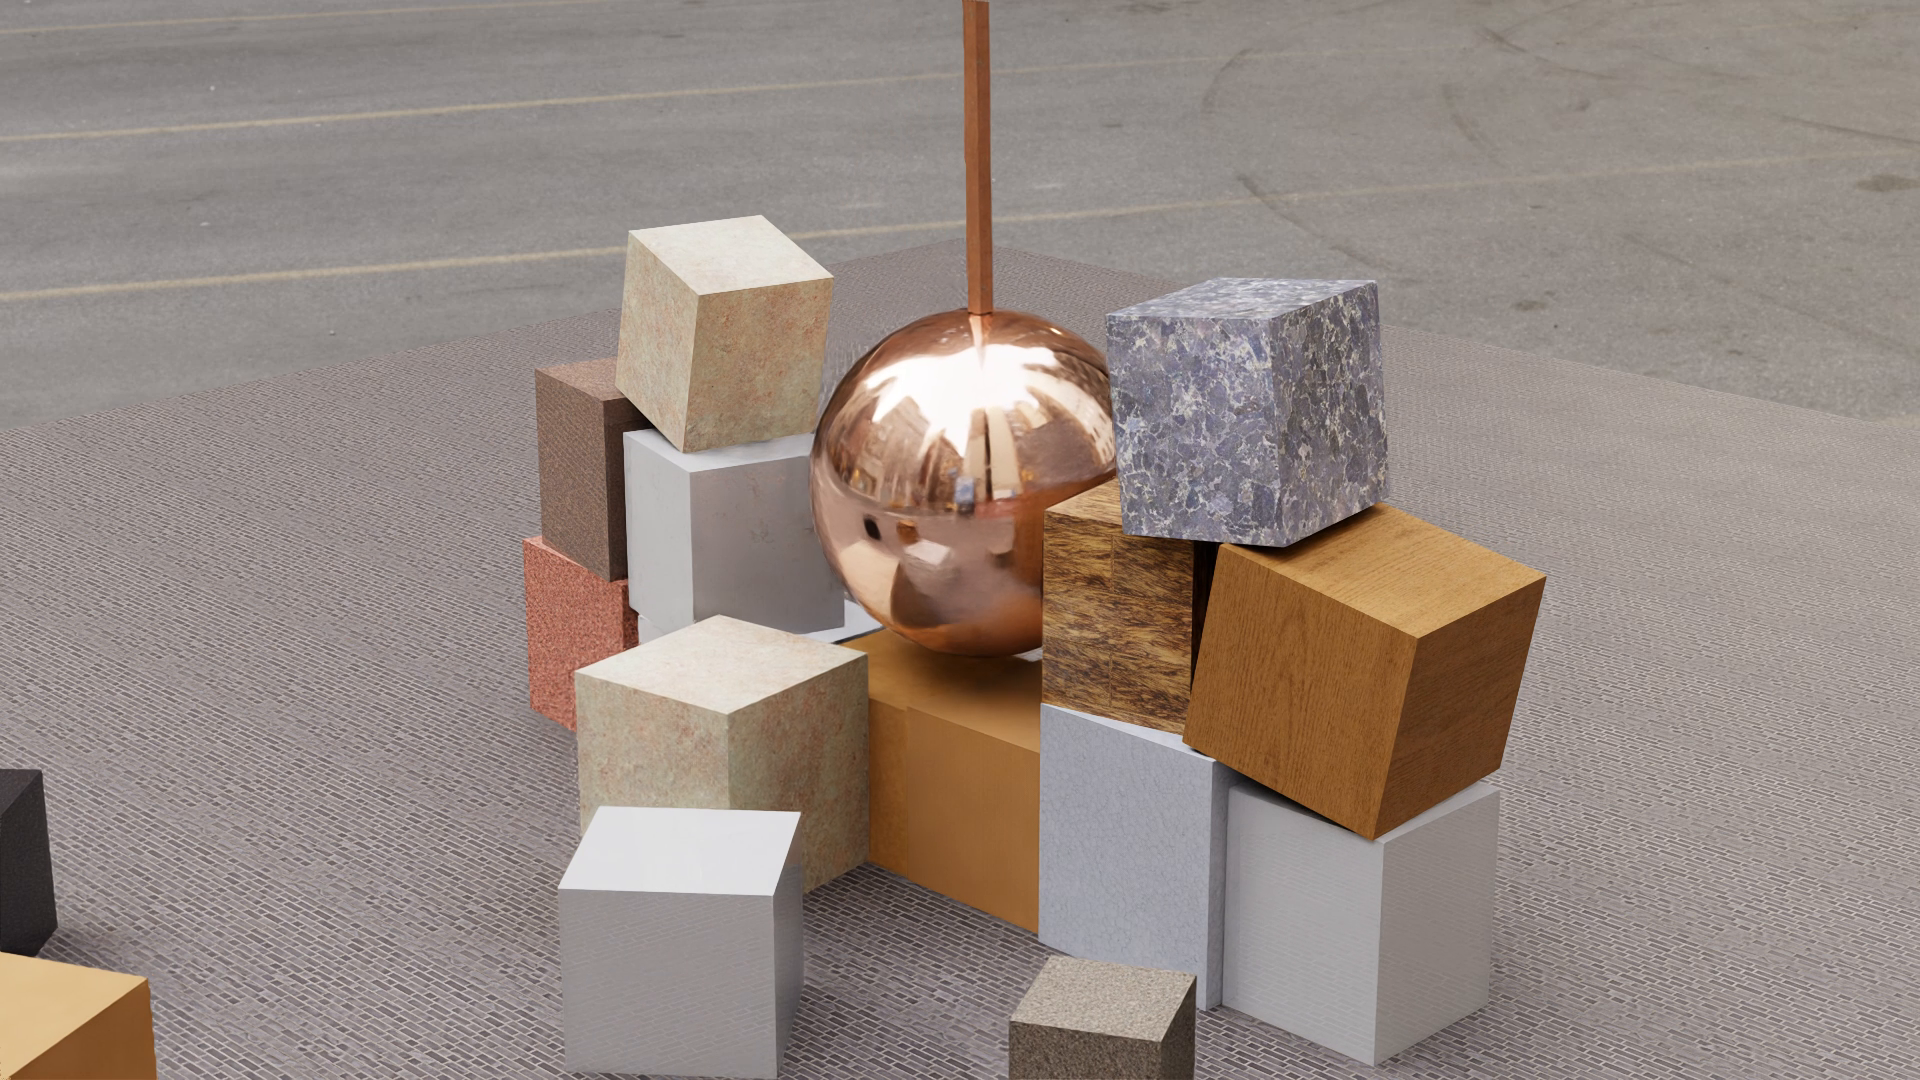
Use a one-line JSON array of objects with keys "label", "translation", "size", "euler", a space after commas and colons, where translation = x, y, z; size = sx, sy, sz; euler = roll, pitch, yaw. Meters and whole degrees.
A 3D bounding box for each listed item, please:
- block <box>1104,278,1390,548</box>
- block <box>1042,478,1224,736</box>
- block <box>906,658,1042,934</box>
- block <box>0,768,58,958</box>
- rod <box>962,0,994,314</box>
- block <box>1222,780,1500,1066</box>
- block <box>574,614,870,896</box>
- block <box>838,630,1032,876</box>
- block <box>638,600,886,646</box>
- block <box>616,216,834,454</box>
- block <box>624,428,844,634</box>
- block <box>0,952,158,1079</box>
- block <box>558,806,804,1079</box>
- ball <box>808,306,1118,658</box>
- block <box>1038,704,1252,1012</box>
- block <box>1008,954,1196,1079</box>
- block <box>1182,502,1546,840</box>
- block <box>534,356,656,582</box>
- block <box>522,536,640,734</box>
[{"label": "block", "translation": [1.173, -0.536, 11.860], "size": [0.760, 0.900, 0.843], "euler": [5, 17, 37]}, {"label": "block", "translation": [0.863, 0.247, 12.436], "size": [0.716, 0.855, 0.779], "euler": [11, 21, 32]}, {"label": "block", "translation": [0.404, 1.139, 13.306], "size": [0.865, 0.848, 0.953], "euler": [17, 24, 42]}, {"label": "block", "translation": [-4.373, 1.459, 12.459], "size": [0.771, 0.746, 0.758], "euler": [1, 17, 2]}, {"label": "rod", "translation": [0.046, -3.488, 12.294], "size": [0.080, 5.200, 0.080], "euler": [17, 25, 42]}, {"label": "block", "translation": [1.644, 1.471, 12.055], "size": [0.777, 0.965, 0.786], "euler": [-17, 24, -42]}, {"label": "block", "translation": [-1.068, 1.036, 13.345], "size": [0.900, 1.021, 0.972], "euler": [13, 21, 35]}, {"label": "block", "translation": [-0.233, 0.972, 13.907], "size": [0.901, 0.806, 0.877], "euler": [16, 24, 42]}, {"label": "block", "translation": [-0.931, 0.774, 14.510], "size": [0.901, 0.822, 0.951], "euler": [-16, 23, -41]}, {"label": "block", "translation": [-1.147, -1.003, 14.165], "size": [0.724, 0.836, 0.722], "euler": [-11, 35, -31]}, {"label": "block", "translation": [-1.101, -0.051, 14.274], "size": [0.797, 0.893, 0.798], "euler": [-9, 20, -27]}, {"label": "block", "translation": [-3.508, 2.042, 10.525], "size": [0.890, 0.793, 0.846], "euler": [6, 18, 19]}, {"label": "block", "translation": [-1.111, 1.617, 11.880], "size": [0.845, 0.791, 0.833], "euler": [1, 17, 4]}, {"label": "ball", "translation": [0.106, -0.263, 13.370], "size": [1.600, 1.600, 1.600], "euler": [0, 17, 0]}, {"label": "block", "translation": [1.044, 1.212, 12.641], "size": [0.949, 1.108, 1.037], "euler": [17, 24, 42]}, {"label": "block", "translation": [0.541, 1.987, 11.052], "size": [0.573, 0.583, 0.585], "euler": [5, 18, 16]}, {"label": "block", "translation": [1.624, 0.481, 11.817], "size": [0.941, 0.893, 0.954], "euler": [26, 30, 34]}, {"label": "block", "translation": [-1.580, -0.403, 14.958], "size": [0.885, 0.931, 0.771], "euler": [-11, 21, -32]}, {"label": "block", "translation": [-1.629, 0.476, 15.273], "size": [0.879, 0.934, 0.968], "euler": [-13, 22, -36]}]
